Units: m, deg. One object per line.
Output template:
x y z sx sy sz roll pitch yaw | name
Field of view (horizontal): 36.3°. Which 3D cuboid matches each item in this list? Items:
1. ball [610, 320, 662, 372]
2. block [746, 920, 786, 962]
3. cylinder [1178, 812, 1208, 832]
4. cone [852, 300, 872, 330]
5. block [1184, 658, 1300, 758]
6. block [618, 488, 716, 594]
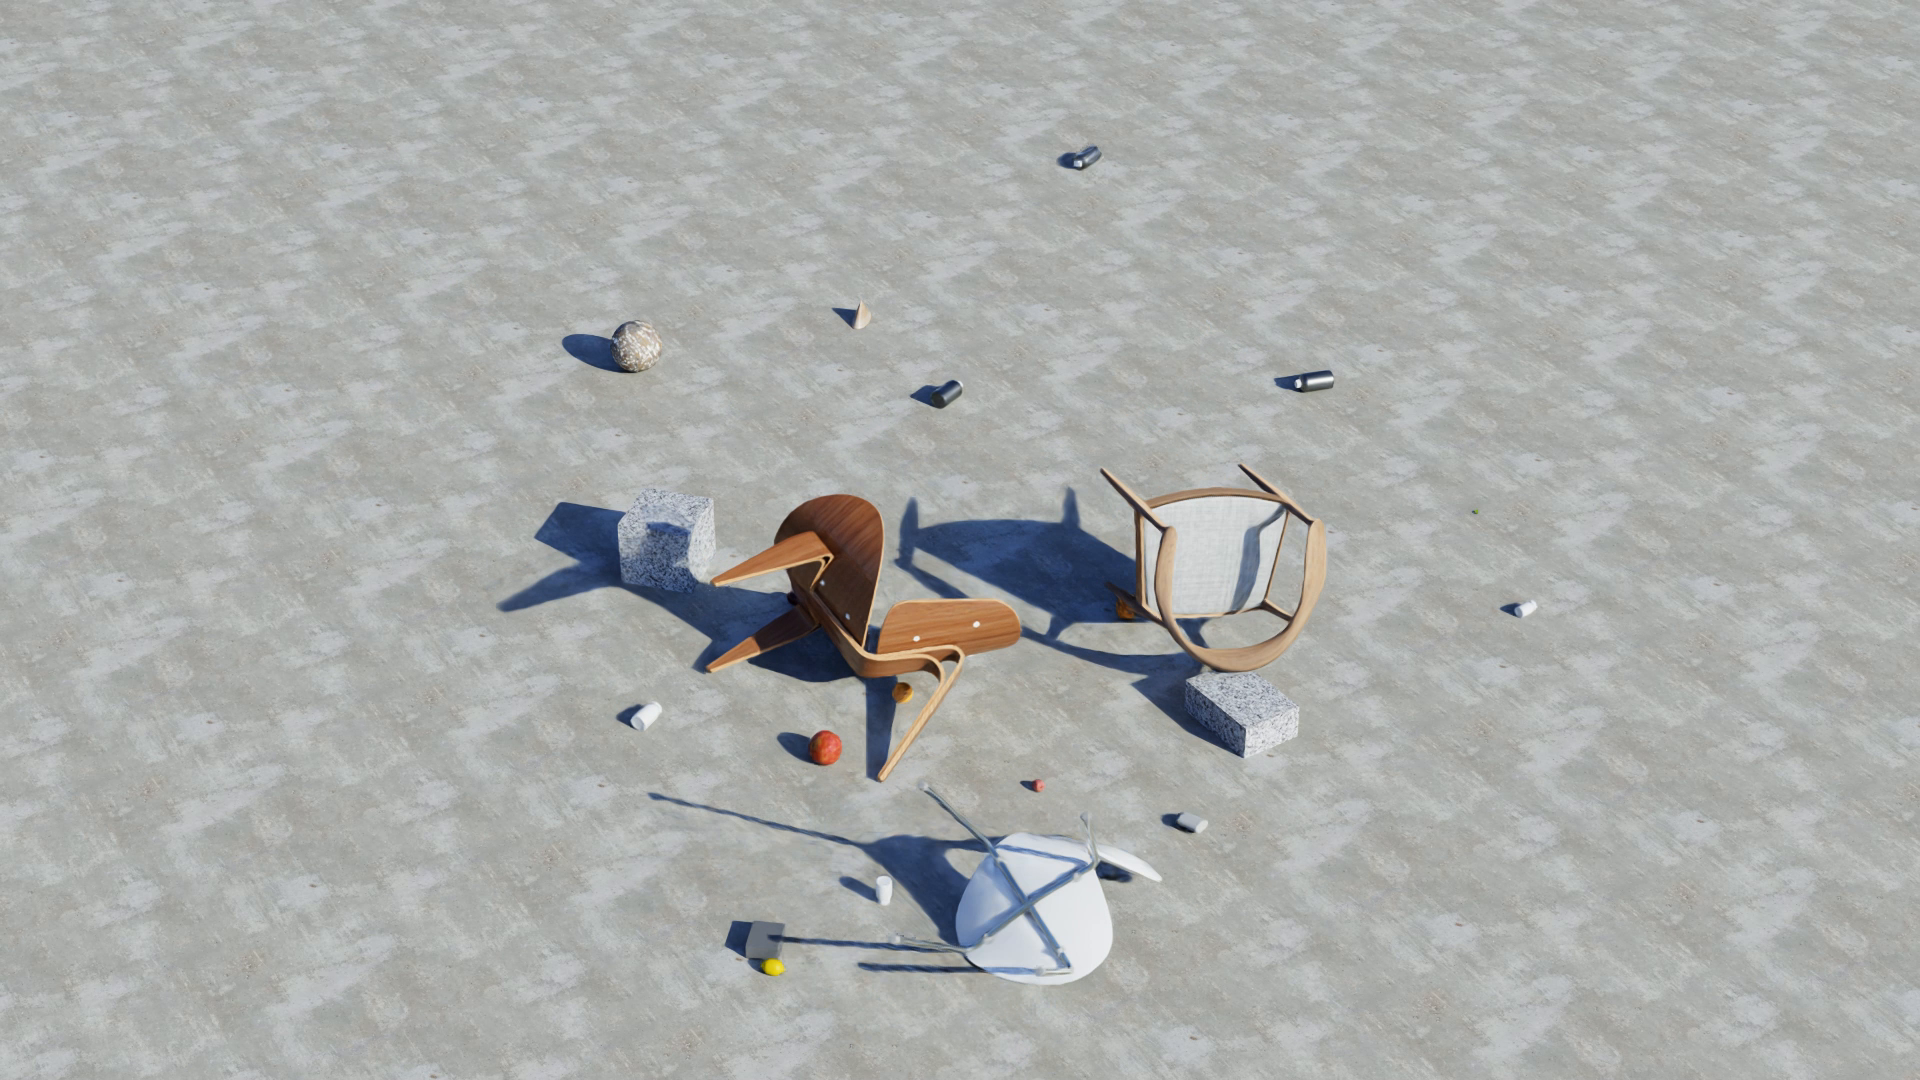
-1.319 -0.790 11.951 0.212 0.212 0.212 0 33 0 | ball
-0.598 1.234 9.026 0.099 0.050 0.121 5 34 7 | block
0.754 0.917 9.513 0.071 0.039 0.076 23 23 30 | cylinder
-0.415 -0.967 12.323 0.076 0.098 0.169 9 35 14 | cone
0.956 0.572 9.963 0.227 0.126 0.332 -20 38 -27 | block
-1.069 0.001 10.716 0.269 0.250 0.263 9 34 14 | block
